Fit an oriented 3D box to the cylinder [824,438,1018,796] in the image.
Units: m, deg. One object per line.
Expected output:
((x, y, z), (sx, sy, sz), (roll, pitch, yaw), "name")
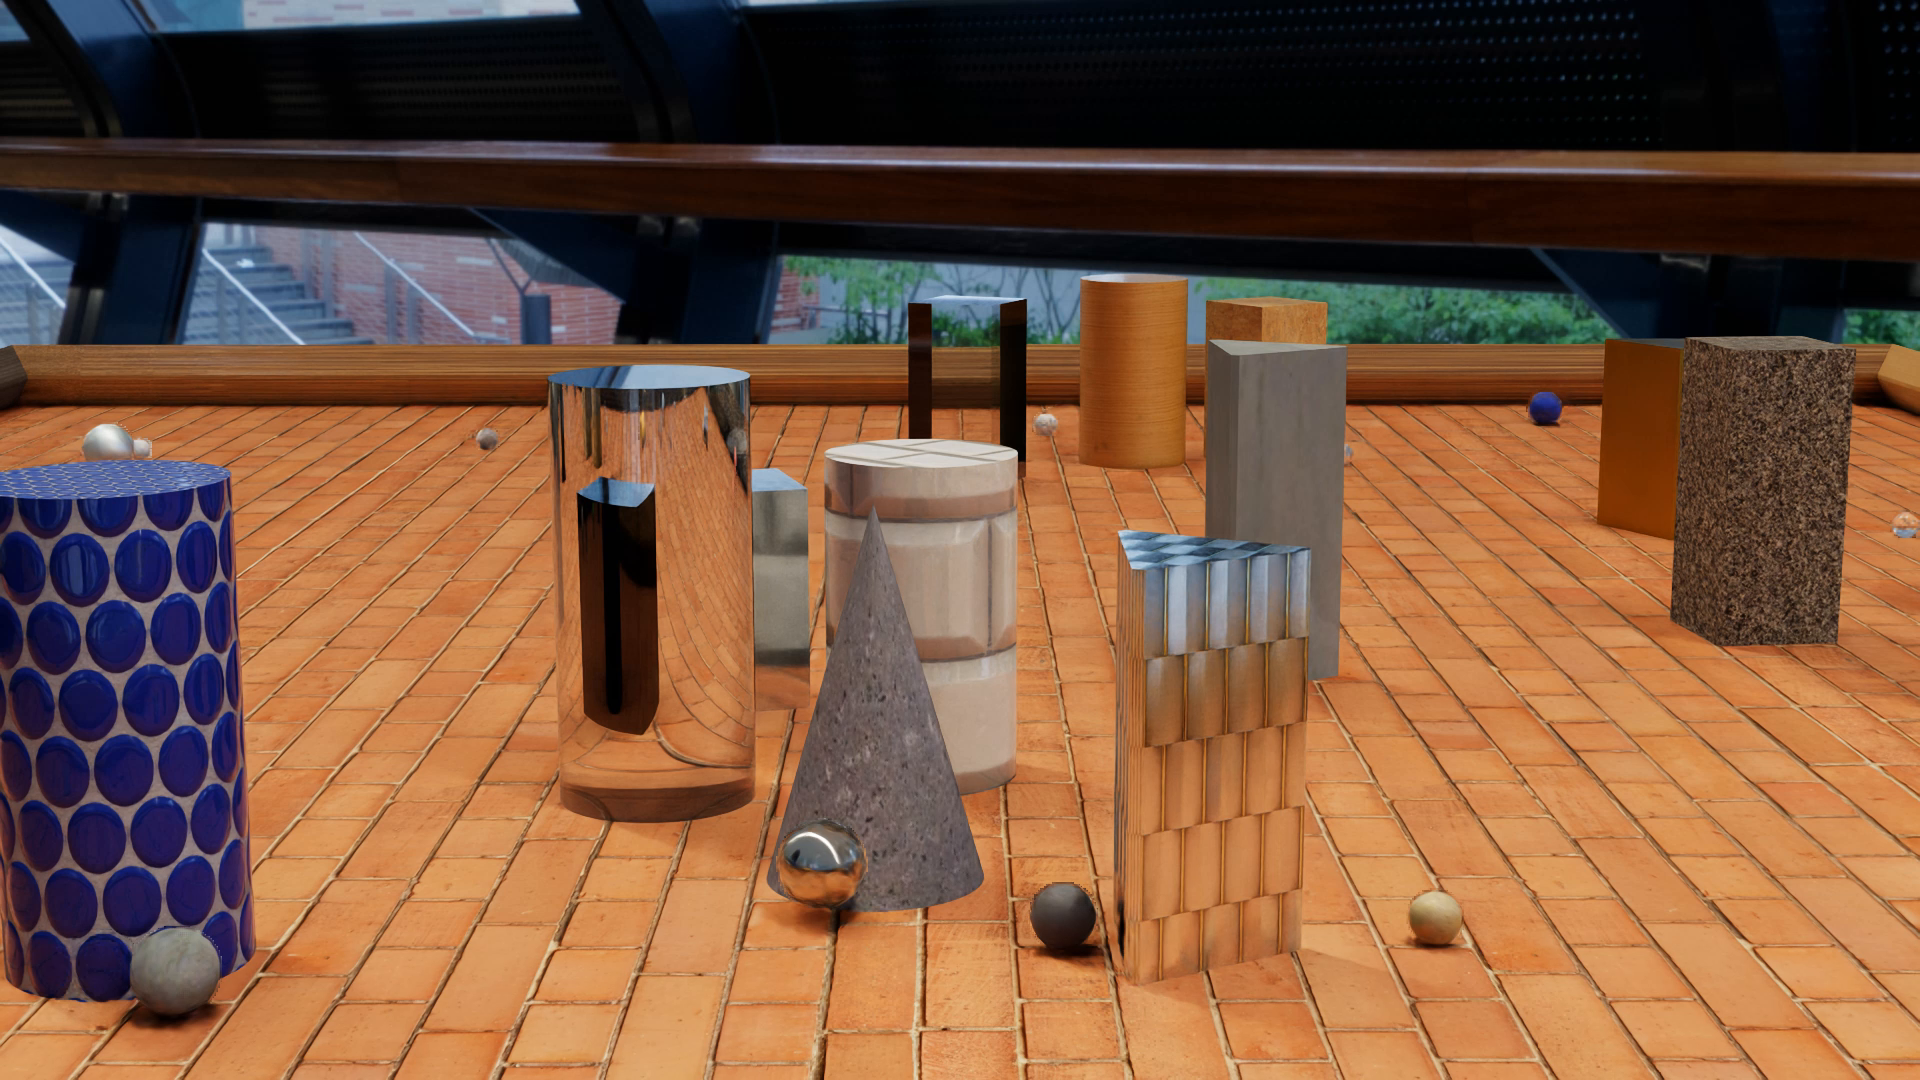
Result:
((-0.040, 0.076, 2.649), (0.198, 0.336, 0.198), (0, 10, 0), "cylinder")

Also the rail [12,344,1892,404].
((-0.012, -0.356, 5.552), (4.080, 0.128, 0.045), (0, 10, 0), "rail")

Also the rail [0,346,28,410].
((-2.016, 0.035, 3.437), (0.045, 0.128, 4.325), (0, 10, 0), "rail")

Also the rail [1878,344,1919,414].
((2.016, 0.031, 3.460), (0.045, 0.128, 4.325), (0, 10, 0), "rail")

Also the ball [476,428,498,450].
((-0.906, -0.193, 4.913), (0.042, 0.042, 0.042), (0, 10, 0), "ball")

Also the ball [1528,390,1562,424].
((1.203, -0.272, 5.271), (0.068, 0.068, 0.068), (0, 10, 0), "ball")

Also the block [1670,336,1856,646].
((1.032, -0.066, 3.308), (0.158, 0.377, 0.158), (-1, 11, -7), "block")

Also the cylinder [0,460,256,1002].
((-0.684, 0.148, 2.082), (0.198, 0.401, 0.198), (0, 10, 0), "cylinder")

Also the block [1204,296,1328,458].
((0.568, -0.297, 4.779), (0.158, 0.295, 0.158), (-7, 13, -34), "block")

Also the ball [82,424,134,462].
((-1.538, -0.165, 4.633), (0.089, 0.089, 0.089), (0, 10, 0), "ball")

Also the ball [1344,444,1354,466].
((0.702, -0.156, 4.715), (0.042, 0.042, 0.042), (0, 10, 0), "ball")

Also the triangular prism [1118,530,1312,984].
((0.174, 0.170, 2.133), (0.171, 0.340, 0.148), (-6, 12, -30), "triangular prism")

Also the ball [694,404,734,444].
((-0.478, -0.224, 4.986), (0.077, 0.077, 0.077), (0, 10, 0), "ball")

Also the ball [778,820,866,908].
((-0.119, 0.280, 2.209), (0.075, 0.075, 0.075), (0, 10, 0), "ball")

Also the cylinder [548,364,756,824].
((-0.305, 0.049, 2.555), (0.198, 0.425, 0.198), (0, 10, 0), "cylinder")

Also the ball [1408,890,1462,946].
((0.399, 0.317, 2.151), (0.045, 0.045, 0.045), (0, 10, 0), "ball")

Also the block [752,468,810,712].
((-0.270, 0.058, 2.974), (0.158, 0.255, 0.158), (-3, 11, -16), "block")

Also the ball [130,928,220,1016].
((-0.607, 0.334, 1.984), (0.067, 0.067, 0.067), (0, 10, 0), "ball")

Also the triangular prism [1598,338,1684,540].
((1.089, -0.166, 4.065), (0.148, 0.298, 0.171), (6, 12, 31), "triangular prism")

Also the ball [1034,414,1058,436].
((0.170, -0.228, 5.090), (0.047, 0.047, 0.047), (0, 10, 0), "ball")

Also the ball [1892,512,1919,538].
((1.474, -0.023, 3.999), (0.040, 0.040, 0.040), (0, 10, 0), "ball")

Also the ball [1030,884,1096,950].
((0.086, 0.314, 2.140), (0.054, 0.054, 0.054), (0, 10, 0), "ball")

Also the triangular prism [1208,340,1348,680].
((0.345, -0.036, 3.083), (0.171, 0.399, 0.148), (-7, 13, -33), "triangular prism")

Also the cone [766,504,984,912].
((-0.077, 0.136, 2.302), (0.198, 0.345, 0.198), (0, 10, 0), "cone")

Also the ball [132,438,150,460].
((-1.531, -0.168, 4.785), (0.040, 0.040, 0.040), (0, 10, 0), "ball")

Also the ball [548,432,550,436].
((-0.760, -0.211, 4.944), (0.066, 0.066, 0.066), (0, 10, 0), "ball")

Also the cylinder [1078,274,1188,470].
((0.321, -0.315, 4.751), (0.198, 0.340, 0.198), (0, 10, 0), "cylinder")

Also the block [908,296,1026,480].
((0.014, -0.264, 4.533), (0.158, 0.319, 0.158), (5, 11, 24), "block")
